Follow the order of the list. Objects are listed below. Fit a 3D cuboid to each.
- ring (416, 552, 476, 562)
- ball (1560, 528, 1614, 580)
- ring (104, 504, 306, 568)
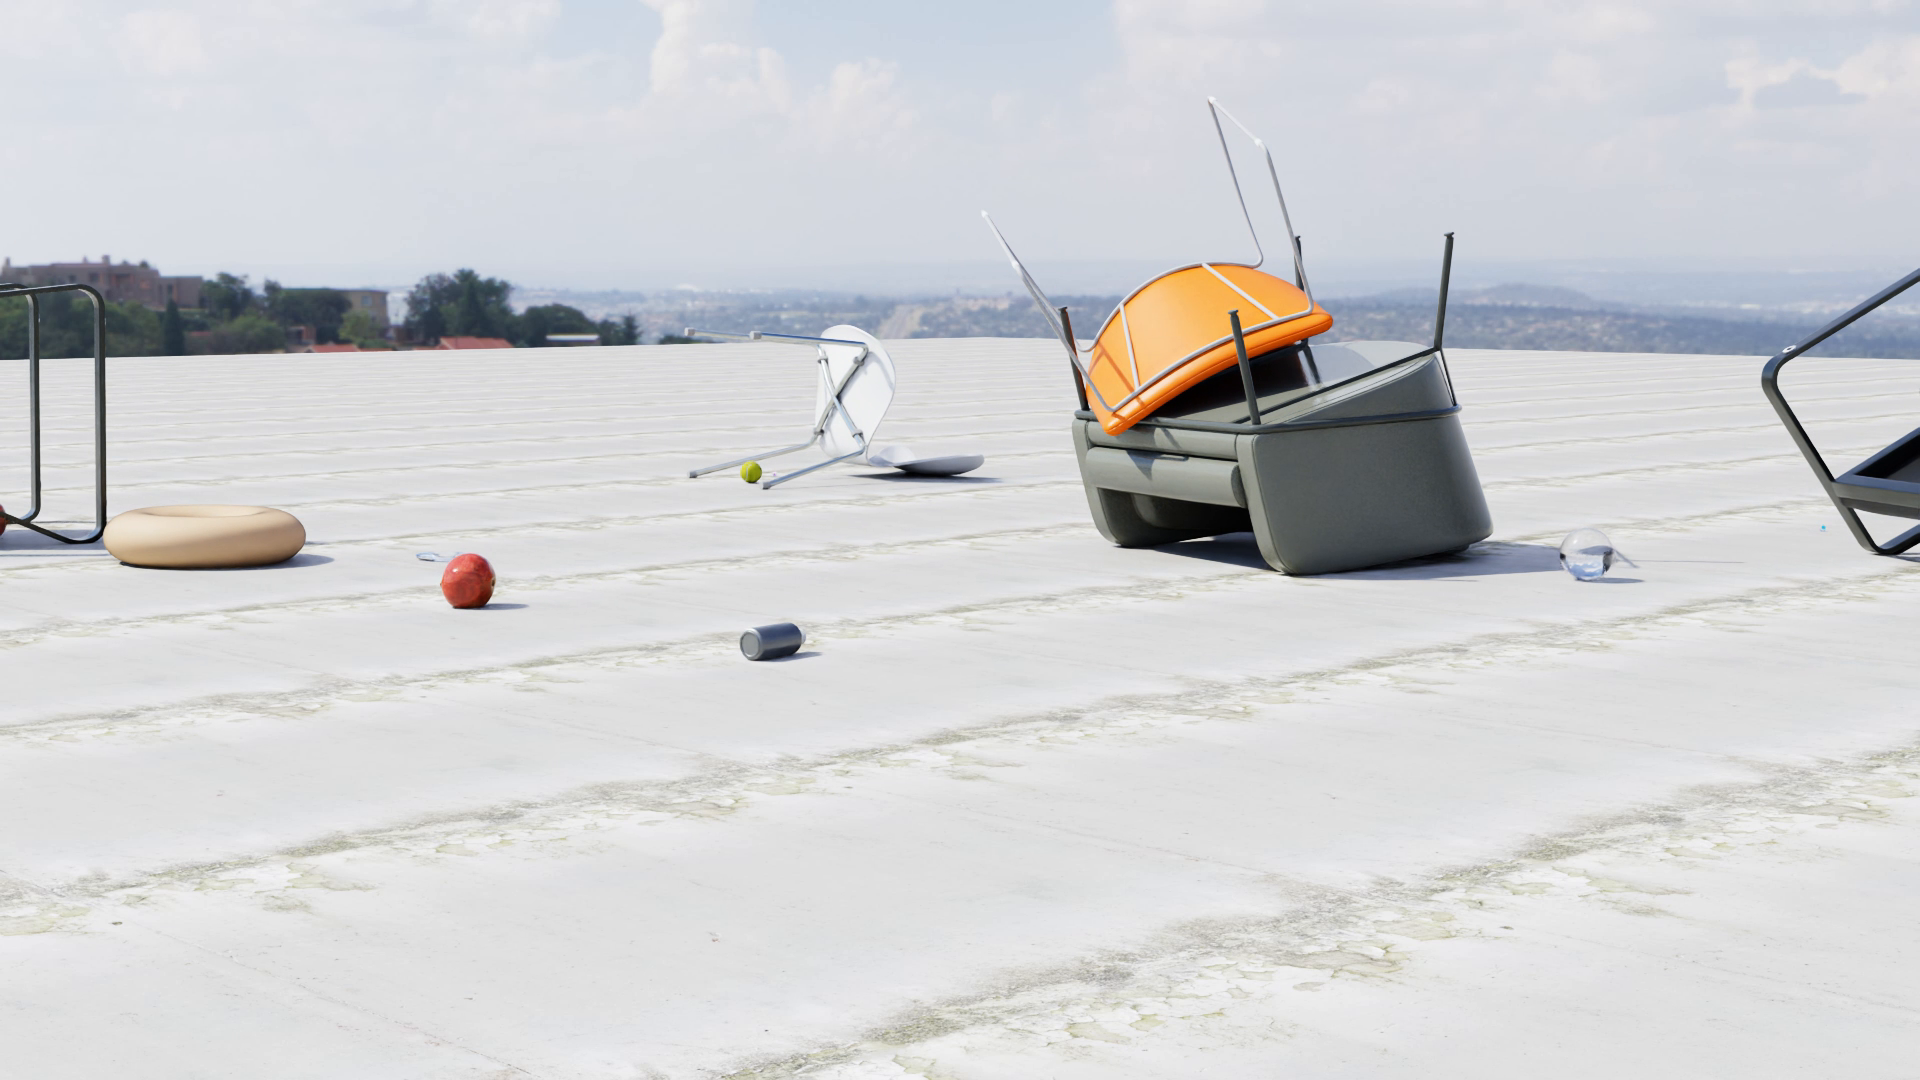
[{"bbox_3d":[-1.195,0.038,5.954,0.148,0.018,0.075,2,7,15],"label":"ring"},{"bbox_3d":[1.357,0.030,5.557,0.115,0.115,0.115,0,6,0],"label":"ball"},{"bbox_3d":[-1.746,-0.009,5.931,0.465,0.119,0.403,2,7,12],"label":"ring"}]
